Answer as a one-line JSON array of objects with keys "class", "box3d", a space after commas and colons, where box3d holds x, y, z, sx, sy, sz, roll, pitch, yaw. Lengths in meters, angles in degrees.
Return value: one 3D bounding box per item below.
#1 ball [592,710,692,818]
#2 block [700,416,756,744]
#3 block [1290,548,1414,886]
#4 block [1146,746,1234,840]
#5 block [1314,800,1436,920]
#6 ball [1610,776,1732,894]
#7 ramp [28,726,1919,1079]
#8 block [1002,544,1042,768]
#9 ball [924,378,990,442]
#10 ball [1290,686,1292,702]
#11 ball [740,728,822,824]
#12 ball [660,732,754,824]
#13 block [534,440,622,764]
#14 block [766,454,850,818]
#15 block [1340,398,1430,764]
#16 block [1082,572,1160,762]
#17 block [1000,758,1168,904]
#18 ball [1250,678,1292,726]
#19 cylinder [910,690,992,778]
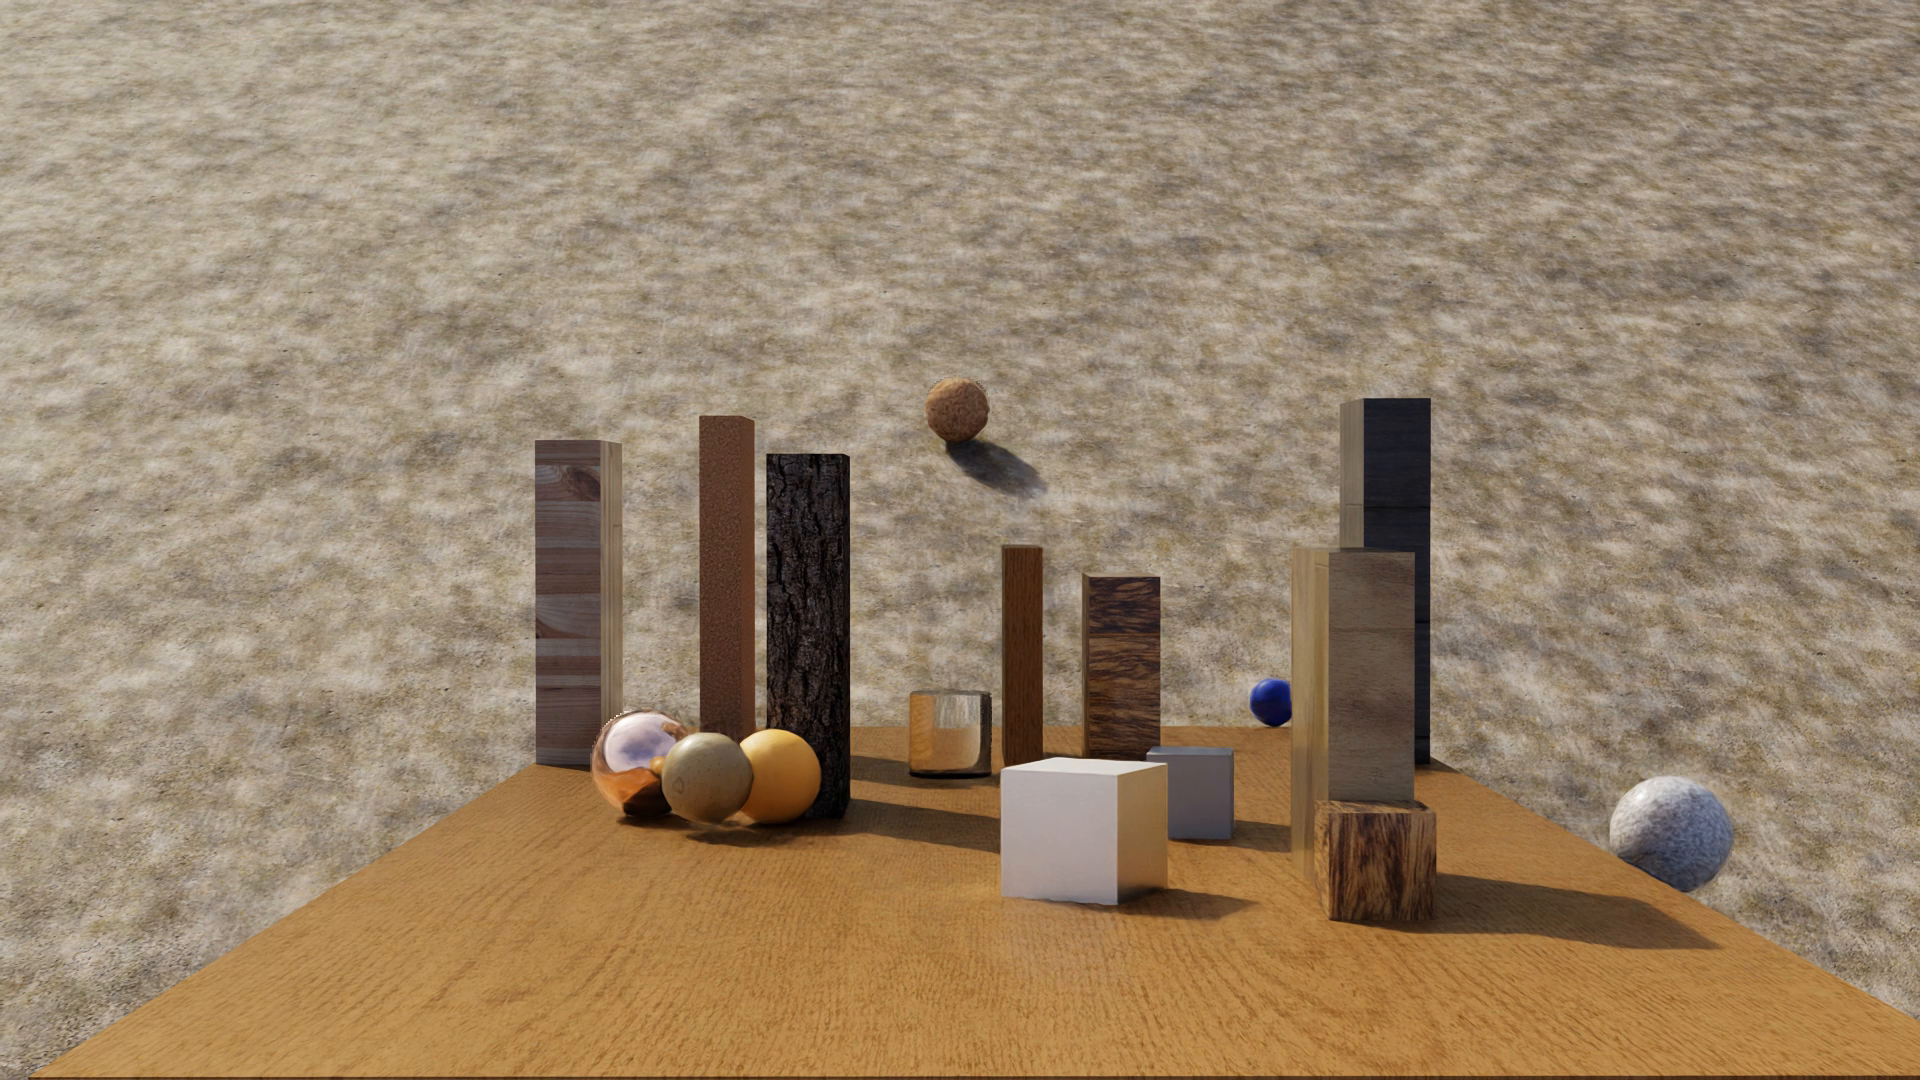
[{"class": "ball", "box3d": [-0.573, 0.408, 4.715, 0.197, 0.197, 0.197, 0, 27, 0]}, {"class": "block", "box3d": [-0.532, 0.104, 5.929, 0.093, 0.766, 0.387, 0, 1, 0]}, {"class": "block", "box3d": [0.589, 0.266, 3.905, 0.123, 0.503, 0.414, 0, 1, 0]}, {"class": "block", "box3d": [0.400, 0.437, 4.480, 0.143, 0.143, 0.143, 0, 1, 9]}, {"class": "block", "box3d": [0.582, 0.448, 3.626, 0.148, 0.148, 0.148, 0, 1, 0]}, {"class": "ball", "box3d": [1.167, 0.485, 4.243, 0.195, 0.195, 0.195, 0, 27, 0]}, {"class": "ramp", "box3d": [0.062, 0.557, 4.595, 2.000, 0.100, 4.000, 0, 1, 0]}, {"class": "block", "box3d": [0.137, 0.252, 5.734, 0.080, 0.475, 0.432, 0, 1, 0]}, {"class": "ball", "box3d": [-0.010, -0.417, 8.287, 0.208, 0.208, 0.208, 0, 27, 0]}, {"class": "ball", "box3d": [0.795, 0.337, 5.654, 0.145, 0.145, 0.145, 0, 27, 0]}, {"class": "ball", "box3d": [-0.332, 0.422, 4.609, 0.170, 0.170, 0.170, 0, 27, 0]}, {"class": "ball", "box3d": [-0.439, 0.413, 4.484, 0.160, 0.160, 0.160, 0, 27, 0]}, {"class": "block", "box3d": [-0.857, 0.133, 5.831, 0.143, 0.710, 0.368, 0, 1, 0]}, {"class": "block", "box3d": [-0.282, 0.172, 4.850, 0.139, 0.663, 0.320, 0, 1, 0]}, {"class": "block", "box3d": [0.954, 0.087, 5.817, 0.146, 0.800, 0.354, 0, 1, 0]}, {"class": "block", "box3d": [0.291, 0.284, 4.697, 0.125, 0.443, 0.276, 0, 1, 0]}, {"class": "block", "box3d": [0.185, 0.426, 3.813, 0.186, 0.186, 0.186, 0, 1, 28]}, {"class": "ball", "box3d": [0.801, 0.413, 6.596, 0.124, 0.124, 0.124, 0, 27, 0]}, {"class": "cylinder", "box3d": [-0.021, 0.408, 5.445, 0.172, 0.172, 0.172, 0, 1, 0]}]
